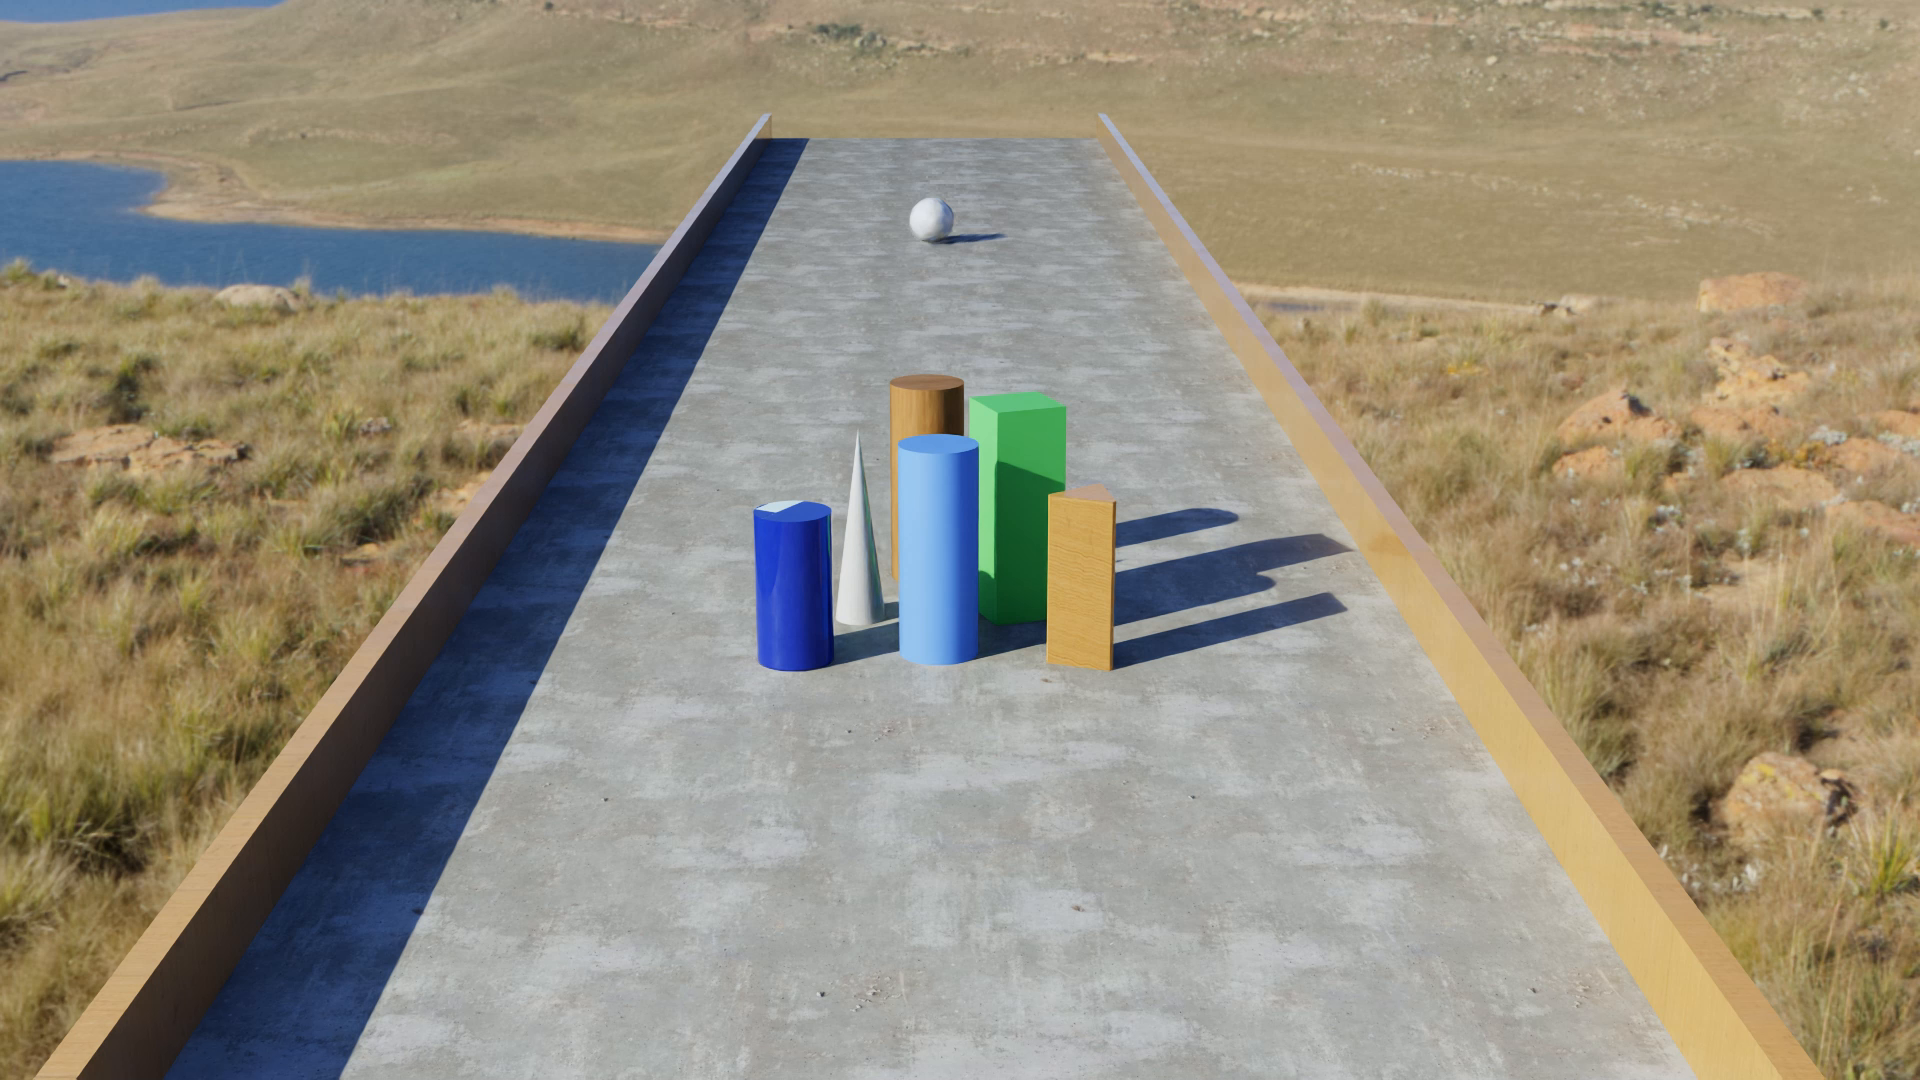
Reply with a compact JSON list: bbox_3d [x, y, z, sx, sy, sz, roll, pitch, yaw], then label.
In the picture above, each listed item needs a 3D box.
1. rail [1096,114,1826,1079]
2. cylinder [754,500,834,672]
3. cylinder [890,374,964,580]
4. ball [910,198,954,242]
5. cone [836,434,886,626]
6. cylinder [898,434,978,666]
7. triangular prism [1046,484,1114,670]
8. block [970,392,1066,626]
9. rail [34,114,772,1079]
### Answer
[{"bbox_3d":[0.932,-0.844,7.801,0.050,0.150,12.000,0,17,-1],"label":"rail"},{"bbox_3d":[-0.330,0.091,4.377,0.155,0.309,0.155,0,17,0],"label":"cylinder"},{"bbox_3d":[-0.073,-0.134,4.898,0.164,0.444,0.164,0,17,0],"label":"cylinder"},{"bbox_3d":[-0.123,-1.393,9.571,0.194,0.194,0.194,0,17,0],"label":"ball"},{"bbox_3d":[-0.211,-0.035,4.616,0.108,0.415,0.108,0,17,0],"label":"cone"},{"bbox_3d":[-0.043,0.019,4.400,0.161,0.435,0.161,0,17,0],"label":"cylinder"},{"bbox_3d":[0.258,0.070,4.383,0.136,0.348,0.117,6,18,20],"label":"triangular prism"},{"bbox_3d":[0.120,-0.068,4.649,0.154,0.460,0.154,-6,18,-21],"label":"block"},{"bbox_3d":[-1.118,-0.838,7.780,0.050,0.150,12.000,0,17,-1],"label":"rail"}]
